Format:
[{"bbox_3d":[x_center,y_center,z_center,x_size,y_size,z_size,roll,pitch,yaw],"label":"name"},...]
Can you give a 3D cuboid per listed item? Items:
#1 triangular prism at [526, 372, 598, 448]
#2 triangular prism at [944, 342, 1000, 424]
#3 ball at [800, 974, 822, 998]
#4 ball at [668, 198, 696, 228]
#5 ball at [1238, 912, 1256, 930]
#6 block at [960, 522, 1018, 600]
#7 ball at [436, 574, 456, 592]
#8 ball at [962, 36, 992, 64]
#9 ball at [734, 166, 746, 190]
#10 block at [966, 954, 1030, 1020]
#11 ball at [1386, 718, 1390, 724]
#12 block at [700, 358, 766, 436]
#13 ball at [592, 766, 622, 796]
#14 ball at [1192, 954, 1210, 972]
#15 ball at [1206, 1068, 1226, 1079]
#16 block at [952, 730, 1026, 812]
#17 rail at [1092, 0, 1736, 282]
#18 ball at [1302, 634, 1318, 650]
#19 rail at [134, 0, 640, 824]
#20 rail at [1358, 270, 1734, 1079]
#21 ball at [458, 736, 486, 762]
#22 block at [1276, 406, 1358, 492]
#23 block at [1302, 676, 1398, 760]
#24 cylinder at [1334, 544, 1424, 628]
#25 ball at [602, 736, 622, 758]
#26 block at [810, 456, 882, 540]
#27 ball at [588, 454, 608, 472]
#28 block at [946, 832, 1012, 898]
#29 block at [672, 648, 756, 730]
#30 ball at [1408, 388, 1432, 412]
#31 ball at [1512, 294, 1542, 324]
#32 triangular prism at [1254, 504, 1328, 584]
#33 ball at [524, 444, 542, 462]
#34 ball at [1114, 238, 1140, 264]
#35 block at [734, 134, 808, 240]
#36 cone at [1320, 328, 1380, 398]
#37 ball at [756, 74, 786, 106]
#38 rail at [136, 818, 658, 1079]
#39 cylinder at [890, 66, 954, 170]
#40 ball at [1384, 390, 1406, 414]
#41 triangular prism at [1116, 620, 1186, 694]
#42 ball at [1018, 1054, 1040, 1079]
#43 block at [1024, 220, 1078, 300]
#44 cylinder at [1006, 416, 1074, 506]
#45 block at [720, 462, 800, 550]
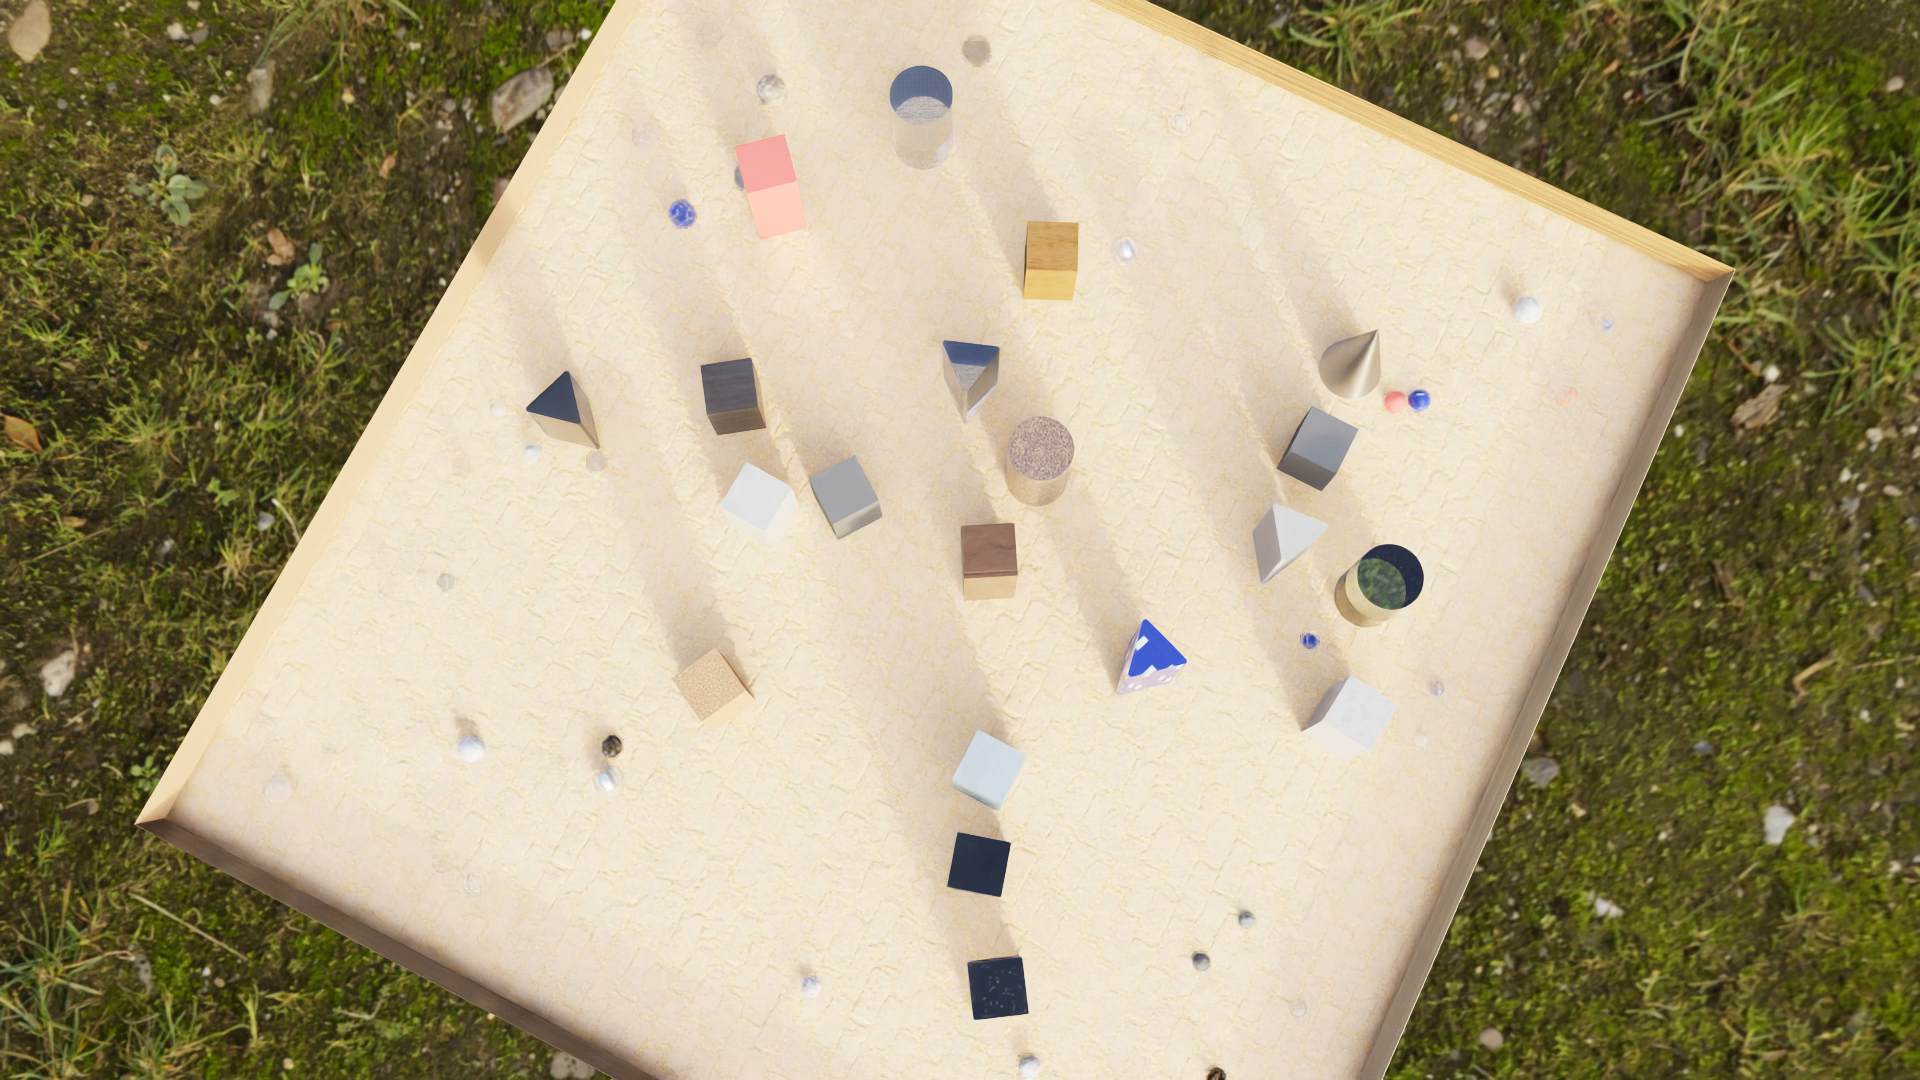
[{"bbox_3d":[-1.179,-0.402,5.549,0.167,0.294,0.145,15,79,3],"label":"triangular prism"},{"bbox_3d":[0.008,-0.505,5.540,0.145,0.354,0.167,36,81,7],"label":"triangular prism"},{"bbox_3d":[-0.433,1.294,5.315,0.066,0.066,0.066,0,78,0],"label":"ball"},{"bbox_3d":[-0.878,-1.032,5.785,0.088,0.088,0.088,0,78,0],"label":"ball"},{"bbox_3d":[0.839,1.112,5.360,0.053,0.053,0.053,0,78,0],"label":"ball"},{"bbox_3d":[0.084,0.068,5.413,0.154,0.371,0.154,-3,78,-1],"label":"block"},{"bbox_3d":[-1.560,0.128,5.562,0.055,0.055,0.055,0,78,0],"label":"ball"},{"bbox_3d":[0.055,-1.576,5.895,0.093,0.093,0.093,0,78,0],"label":"ball"},{"bbox_3d":[-0.676,-1.150,5.806,0.084,0.084,0.084,0,78,0],"label":"ball"},{"bbox_3d":[0.105,1.270,5.208,0.154,0.286,0.154,-6,78,-1],"label":"block"},{"bbox_3d":[1.260,0.533,5.470,0.047,0.047,0.047,0,78,0],"label":"ball"},{"bbox_3d":[-0.689,-0.435,5.583,0.154,0.242,0.154,-9,78,-2],"label":"block"},{"bbox_3d":[-1.043,0.713,5.424,0.088,0.088,0.088,0,78,0],"label":"ball"},{"bbox_3d":[0.703,1.230,5.335,0.053,0.053,0.053,0,78,0],"label":"ball"},{"bbox_3d":[0.737,1.545,5.268,0.057,0.057,0.057,0,78,0],"label":"ball"},{"bbox_3d":[0.083,0.670,5.291,0.154,0.367,0.154,27,80,5],"label":"block"},{"bbox_3d":[0.808,-1.577,5.878,3.530,0.125,0.045,26,80,5],"label":"rail"},{"bbox_3d":[1.055,0.306,5.529,0.048,0.048,0.048,0,78,0],"label":"ball"},{"bbox_3d":[-1.557,-0.756,5.708,0.045,0.125,3.663,26,80,5],"label":"rail"},{"bbox_3d":[1.557,0.769,5.392,0.045,0.125,3.663,26,80,5],"label":"rail"},{"bbox_3d":[-1.452,0.621,5.446,0.082,0.082,0.082,0,78,0],"label":"ball"},{"bbox_3d":[1.082,-0.275,5.555,0.154,0.232,0.154,28,80,5],"label":"block"},{"bbox_3d":[1.130,0.521,5.339,0.154,0.332,0.154,33,80,6],"label":"block"},{"bbox_3d":[1.236,0.138,5.421,0.193,0.328,0.193,0,78,0],"label":"cylinder"},{"bbox_3d":[-1.036,0.615,5.457,0.063,0.063,0.063,0,78,0],"label":"ball"},{"bbox_3d":[-0.343,-0.125,5.522,0.154,0.235,0.154,-28,80,-6],"label":"block"},{"bbox_3d":[-1.115,-0.238,5.635,0.059,0.059,0.059,0,78,0],"label":"ball"},{"bbox_3d":[0.054,0.938,5.274,0.154,0.291,0.154,11,79,2],"label":"block"},{"bbox_3d":[-0.722,0.441,5.390,0.154,0.265,0.154,-35,80,-7],"label":"block"},{"bbox_3d":[1.423,-0.434,5.670,0.070,0.070,0.070,0,78,0],"label":"ball"},{"bbox_3d":[1.771,-0.718,5.718,0.092,0.092,0.092,0,78,0],"label":"ball"},{"bbox_3d":[0.944,-0.009,5.427,0.167,0.375,0.145,-37,81,-7],"label":"triangular prism"},{"bbox_3d":[-1.317,-0.268,5.645,0.053,0.053,0.053,0,78,0],"label":"ball"},{"bbox_3d":[0.522,-0.909,5.763,0.082,0.082,0.082,0,78,0],"label":"ball"},{"bbox_3d":[-0.579,-1.084,5.648,0.154,0.377,0.154,-15,79,-3],"label":"block"},{"bbox_3d":[1.219,-0.574,5.529,0.193,0.404,0.193,0,78,0],"label":"cone"},{"bbox_3d":[-0.602,-1.440,5.865,0.096,0.096,0.096,0,78,0],"label":"ball"},{"bbox_3d":[-0.808,1.590,5.222,3.530,0.125,0.045,26,80,5],"label":"rail"},{"bbox_3d":[-0.117,-1.313,5.714,0.193,0.341,0.193,0,78,0],"label":"cylinder"},{"bbox_3d":[1.346,-0.426,5.669,0.071,0.071,0.071,0,78,0],"label":"ball"},{"bbox_3d":[0.534,0.334,5.326,0.167,0.433,0.145,-13,79,-3],"label":"triangular prism"},{"bbox_3d":[0.199,1.515,5.269,0.067,0.067,0.067,0,78,0],"label":"ball"},{"bbox_3d":[0.279,-0.859,5.657,0.154,0.269,0.154,2,78,0],"label":"block"},{"bbox_3d":[0.236,-0.232,5.491,0.193,0.339,0.193,0,78,0],"label":"cylinder"},{"bbox_3d":[-0.597,-0.099,5.493,0.154,0.281,0.154,29,80,6],"label":"block"}]
